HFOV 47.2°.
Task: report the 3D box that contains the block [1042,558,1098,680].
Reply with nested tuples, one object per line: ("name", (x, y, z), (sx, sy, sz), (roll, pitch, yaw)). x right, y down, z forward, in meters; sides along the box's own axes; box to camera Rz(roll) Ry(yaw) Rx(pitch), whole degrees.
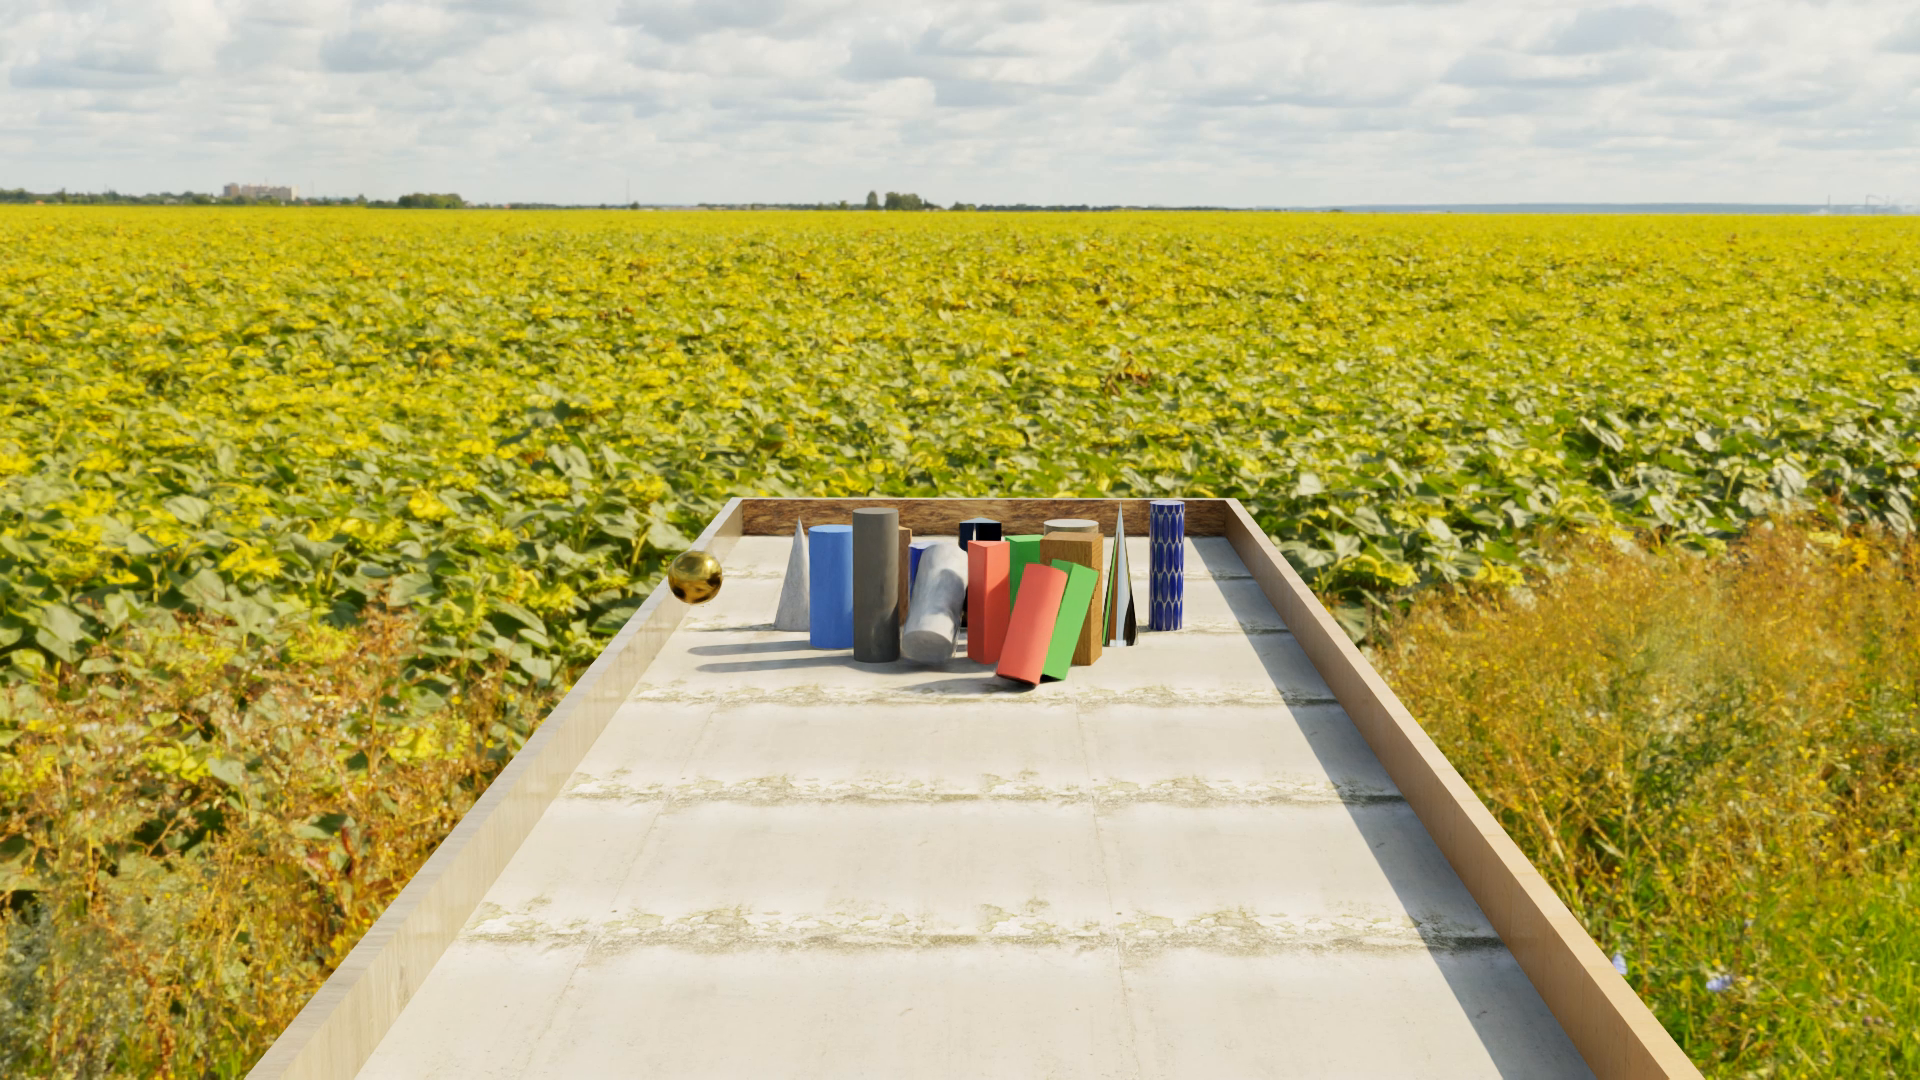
("block", (0.289, 0.232, 6.439), (0.100, 0.332, 0.100), (21, -5, -37))

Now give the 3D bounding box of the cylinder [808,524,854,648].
("cylinder", (-0.394, 0.145, 6.922), (0.160, 0.367, 0.160), (0, 9, 0))

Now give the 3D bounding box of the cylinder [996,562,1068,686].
("cylinder", (0.207, 0.243, 6.340), (0.127, 0.332, 0.127), (15, -10, 3))

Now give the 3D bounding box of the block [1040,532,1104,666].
("block", (0.339, 0.176, 6.689), (0.160, 0.379, 0.160), (3, 9, 16))

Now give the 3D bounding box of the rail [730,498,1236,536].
("rail", (0.099, -0.098, 9.147), (2.100, 0.150, 0.050), (0, 9, 1))

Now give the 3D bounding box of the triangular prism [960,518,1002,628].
("triangular prism", (0.066, 0.106, 7.235), (0.135, 0.347, 0.117), (0, 9, 0))

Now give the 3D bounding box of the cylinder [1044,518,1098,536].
("cylinder", (0.361, 0.117, 7.162), (0.178, 0.348, 0.178), (0, 9, 0))

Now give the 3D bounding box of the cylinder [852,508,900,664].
("cylinder", (-0.256, 0.137, 6.690), (0.140, 0.456, 0.140), (0, 9, 0))

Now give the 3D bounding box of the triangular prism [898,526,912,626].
("triangular prism", (-0.204, 0.118, 7.240), (0.091, 0.321, 0.079), (0, 9, 0))

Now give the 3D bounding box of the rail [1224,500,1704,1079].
("rail", (1.046, 0.843, 3.208), (0.050, 0.150, 12.000), (0, 9, 1))

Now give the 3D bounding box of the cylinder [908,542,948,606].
("cylinder", (-0.095, 0.168, 6.971), (0.139, 0.307, 0.139), (0, 9, 0))

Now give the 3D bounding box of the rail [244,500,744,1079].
("rail", (-1.004, 0.839, 3.234), (0.050, 0.150, 12.000), (0, 9, 1))

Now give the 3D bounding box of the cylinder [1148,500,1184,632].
("cylinder", (0.672, 0.083, 7.165), (0.113, 0.414, 0.113), (0, 9, 0))

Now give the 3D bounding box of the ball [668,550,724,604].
("ball", (-0.819, 0.115, 6.806), (0.171, 0.171, 0.171), (0, 9, 0))

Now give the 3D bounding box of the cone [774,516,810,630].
("cone", (-0.525, 0.101, 7.206), (0.176, 0.365, 0.176), (0, 9, 0))

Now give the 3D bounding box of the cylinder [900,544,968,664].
("cylinder", (-0.071, 0.193, 6.697), (0.161, 0.161, 0.349), (2, 47, 12))

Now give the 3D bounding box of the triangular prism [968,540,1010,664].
("triangular prism", (0.069, 0.186, 6.688), (0.109, 0.360, 0.126), (6, 11, 35))

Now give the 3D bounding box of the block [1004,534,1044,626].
("block", (0.213, 0.161, 6.910), (0.117, 0.339, 0.117), (-3, 9, -17))

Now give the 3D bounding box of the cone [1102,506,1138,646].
("cone", (0.503, 0.100, 6.925), (0.128, 0.454, 0.128), (0, 9, 0))
